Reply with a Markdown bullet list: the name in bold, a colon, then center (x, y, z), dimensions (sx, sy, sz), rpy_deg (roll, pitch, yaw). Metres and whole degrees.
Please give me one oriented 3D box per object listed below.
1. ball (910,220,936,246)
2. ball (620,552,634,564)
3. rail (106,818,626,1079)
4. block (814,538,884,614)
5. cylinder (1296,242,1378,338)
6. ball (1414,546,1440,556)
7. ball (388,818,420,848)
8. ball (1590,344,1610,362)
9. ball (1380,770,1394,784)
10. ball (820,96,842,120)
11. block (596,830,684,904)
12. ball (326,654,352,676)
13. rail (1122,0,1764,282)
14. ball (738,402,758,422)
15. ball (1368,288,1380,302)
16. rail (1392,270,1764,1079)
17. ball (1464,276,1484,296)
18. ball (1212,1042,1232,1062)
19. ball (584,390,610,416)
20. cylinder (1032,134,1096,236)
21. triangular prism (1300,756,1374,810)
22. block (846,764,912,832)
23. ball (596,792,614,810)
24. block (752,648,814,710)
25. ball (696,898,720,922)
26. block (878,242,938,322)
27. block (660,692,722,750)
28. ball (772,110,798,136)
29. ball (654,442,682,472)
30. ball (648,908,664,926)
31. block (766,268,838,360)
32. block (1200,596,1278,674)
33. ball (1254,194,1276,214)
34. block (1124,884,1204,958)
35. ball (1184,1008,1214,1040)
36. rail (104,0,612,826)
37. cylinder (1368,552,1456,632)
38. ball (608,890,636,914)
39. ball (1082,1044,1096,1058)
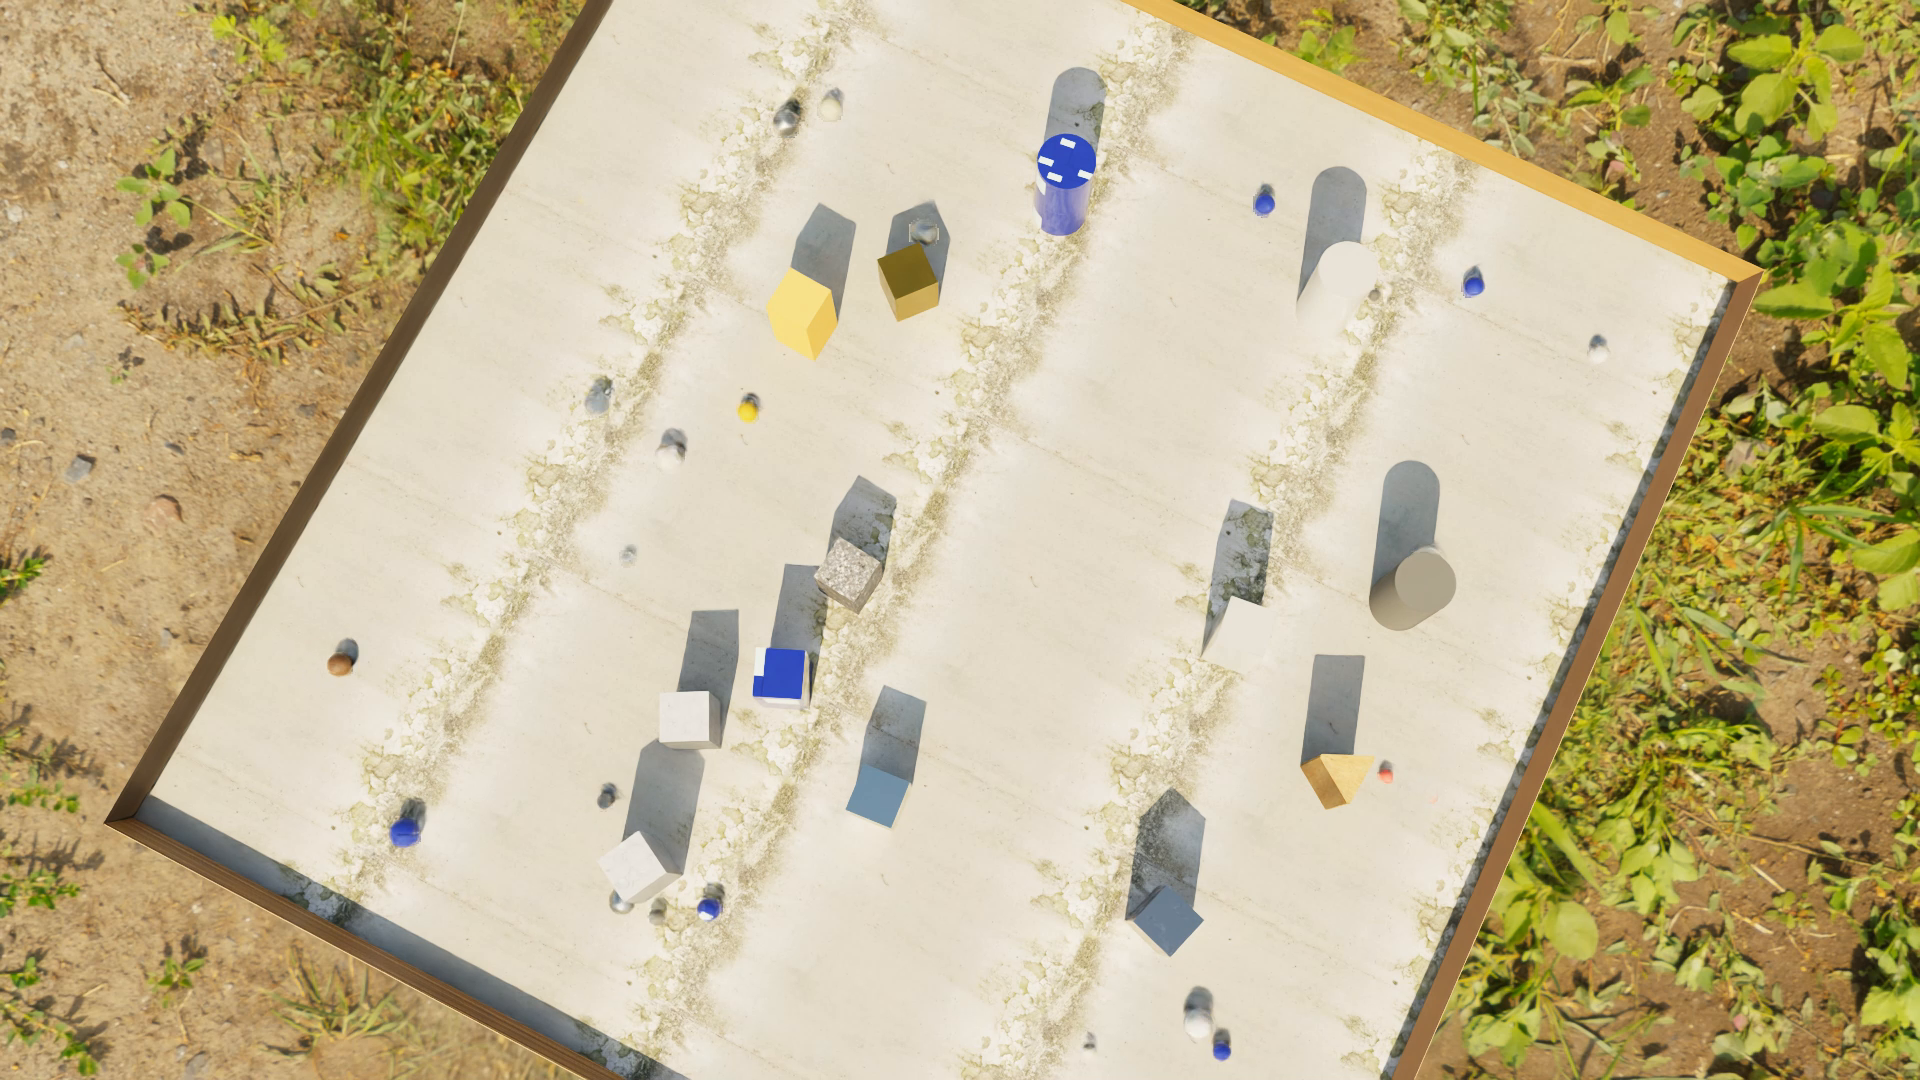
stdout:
- **ball**: center (-0.115, -0.967, 5.774), dimensions (0.083, 0.083, 0.083), rpy_deg (0, 78, 0)
- **ball**: center (-1.013, 0.055, 5.584), dimensions (0.041, 0.041, 0.041), rpy_deg (0, 78, 0)
- **rail**: center (-0.828, 1.627, 5.221), dimensions (3.701, 0.115, 0.045), rpy_deg (26, 80, 5)
- **block**: center (-0.331, 0.110, 5.474), dimensions (0.141, 0.234, 0.141), rpy_deg (32, 80, 6)
- **cylinder**: center (1.143, -0.757, 5.579), dimensions (0.176, 0.379, 0.176), rpy_deg (0, 78, 0)
- **ball**: center (1.416, 0.056, 5.563), dimensions (0.082, 0.082, 0.082), rpy_deg (0, 78, 0)
- **ball**: center (-1.636, 0.862, 5.393), dimensions (0.088, 0.088, 0.088), rpy_deg (0, 78, 0)
- **ball**: center (1.993, -0.582, 5.705), dimensions (0.060, 0.060, 0.060), rpy_deg (0, 78, 0)
- **ball**: center (1.269, 0.704, 5.450), dimensions (0.041, 0.041, 0.041), rpy_deg (0, 78, 0)
- **ball**: center (-0.414, -1.382, 5.864), dimensions (0.073, 0.073, 0.073), rpy_deg (0, 78, 0)
- **block**: center (-0.915, 0.941, 5.258), dimensions (0.141, 0.321, 0.141), rpy_deg (-35, 80, -7)
- **ball**: center (-1.863, 0.375, 5.502), dimensions (0.072, 0.072, 0.072), rpy_deg (0, 78, 0)
- **rail**: center (0.828, -1.615, 5.890), dimensions (3.701, 0.115, 0.045), rpy_deg (26, 80, 5)
- **ball**: center (-0.658, -0.395, 5.666), dimensions (0.061, 0.061, 0.061), rpy_deg (0, 78, 0)
- **ball**: center (1.301, -0.769, 5.754), dimensions (0.040, 0.040, 0.040), rpy_deg (0, 78, 0)
- **rail**: center (1.634, 0.806, 5.390), dimensions (0.045, 0.115, 3.749), rpy_deg (26, 80, 5)
- **ball**: center (1.613, -0.796, 5.748), dimensions (0.064, 0.064, 0.064), rpy_deg (0, 78, 0)
- **ball**: center (0.754, 1.475, 5.284), dimensions (0.055, 0.055, 0.055), rpy_deg (0, 78, 0)
- **ball**: center (-1.122, -0.423, 5.663), dimensions (0.079, 0.079, 0.079), rpy_deg (0, 78, 0)
- **cylinder**: center (0.318, -1.089, 5.645), dimensions (0.176, 0.384, 0.176), rpy_deg (0, 78, 0)
- **triangular prism**: center (1.074, 0.674, 5.317), dimensions (0.132, 0.313, 0.153), rpy_deg (31, 80, 6)
- **block**: center (-0.234, 0.753, 5.335), dimensions (0.141, 0.245, 0.141), rpy_deg (22, 79, 4)
- **ball**: center (-1.052, 0.774, 5.431), dimensions (0.050, 0.050, 0.050), rpy_deg (0, 78, 0)
- **block**: center (-0.519, 0.411, 5.386), dimensions (0.141, 0.285, 0.141), rpy_deg (4, 78, 1)
- **ball**: center (-0.735, 1.080, 5.357), dimensions (0.070, 0.070, 0.070), rpy_deg (0, 78, 0)
- **block**: center (-0.160, -0.796, 5.671), dimensions (0.141, 0.215, 0.141), rpy_deg (-23, 79, -5)
- **block**: center (-0.788, 0.531, 5.369), dimensions (0.141, 0.269, 0.141), rpy_deg (-2, 78, 0)
- **ball**: center (-0.558, -1.330, 5.848), dimensions (0.084, 0.084, 0.084), rpy_deg (0, 78, 0)
- **ball**: center (-0.894, -0.254, 5.624), dimensions (0.087, 0.087, 0.087), rpy_deg (0, 78, 0)
- **ball**: center (-0.888, 1.104, 5.363), dimensions (0.049, 0.049, 0.049), rpy_deg (0, 78, 0)
- **block**: center (-0.480, -0.685, 5.594), dimensions (0.141, 0.320, 0.141), rpy_deg (30, 80, 6)
- **block**: center (0.817, 0.283, 5.380), dimensions (0.141, 0.348, 0.141), rpy_deg (20, 79, 4)
- **ball**: center (0.965, -1.064, 5.801), dimensions (0.067, 0.067, 0.067), rpy_deg (0, 78, 0)
- **block**: center (0.582, 1.090, 5.247), dimensions (0.141, 0.281, 0.141), rpy_deg (43, 82, 8)
- **ball**: center (0.688, 1.394, 5.284), dimensions (0.087, 0.087, 0.087), rpy_deg (0, 78, 0)
- **rail**: center (-1.634, -0.794, 5.721), dimensions (0.045, 0.115, 3.749), rpy_deg (26, 80, 5)
- **cylinder**: center (1.332, 0.156, 5.410), dimensions (0.176, 0.341, 0.176), rpy_deg (0, 78, 0)
- **ball**: center (-0.988, 1.055, 5.358), dimensions (0.079, 0.079, 0.079), rpy_deg (0, 78, 0)
- **ball**: center (0.372, 1.475, 5.290), dimensions (0.042, 0.042, 0.042), rpy_deg (0, 78, 0)
